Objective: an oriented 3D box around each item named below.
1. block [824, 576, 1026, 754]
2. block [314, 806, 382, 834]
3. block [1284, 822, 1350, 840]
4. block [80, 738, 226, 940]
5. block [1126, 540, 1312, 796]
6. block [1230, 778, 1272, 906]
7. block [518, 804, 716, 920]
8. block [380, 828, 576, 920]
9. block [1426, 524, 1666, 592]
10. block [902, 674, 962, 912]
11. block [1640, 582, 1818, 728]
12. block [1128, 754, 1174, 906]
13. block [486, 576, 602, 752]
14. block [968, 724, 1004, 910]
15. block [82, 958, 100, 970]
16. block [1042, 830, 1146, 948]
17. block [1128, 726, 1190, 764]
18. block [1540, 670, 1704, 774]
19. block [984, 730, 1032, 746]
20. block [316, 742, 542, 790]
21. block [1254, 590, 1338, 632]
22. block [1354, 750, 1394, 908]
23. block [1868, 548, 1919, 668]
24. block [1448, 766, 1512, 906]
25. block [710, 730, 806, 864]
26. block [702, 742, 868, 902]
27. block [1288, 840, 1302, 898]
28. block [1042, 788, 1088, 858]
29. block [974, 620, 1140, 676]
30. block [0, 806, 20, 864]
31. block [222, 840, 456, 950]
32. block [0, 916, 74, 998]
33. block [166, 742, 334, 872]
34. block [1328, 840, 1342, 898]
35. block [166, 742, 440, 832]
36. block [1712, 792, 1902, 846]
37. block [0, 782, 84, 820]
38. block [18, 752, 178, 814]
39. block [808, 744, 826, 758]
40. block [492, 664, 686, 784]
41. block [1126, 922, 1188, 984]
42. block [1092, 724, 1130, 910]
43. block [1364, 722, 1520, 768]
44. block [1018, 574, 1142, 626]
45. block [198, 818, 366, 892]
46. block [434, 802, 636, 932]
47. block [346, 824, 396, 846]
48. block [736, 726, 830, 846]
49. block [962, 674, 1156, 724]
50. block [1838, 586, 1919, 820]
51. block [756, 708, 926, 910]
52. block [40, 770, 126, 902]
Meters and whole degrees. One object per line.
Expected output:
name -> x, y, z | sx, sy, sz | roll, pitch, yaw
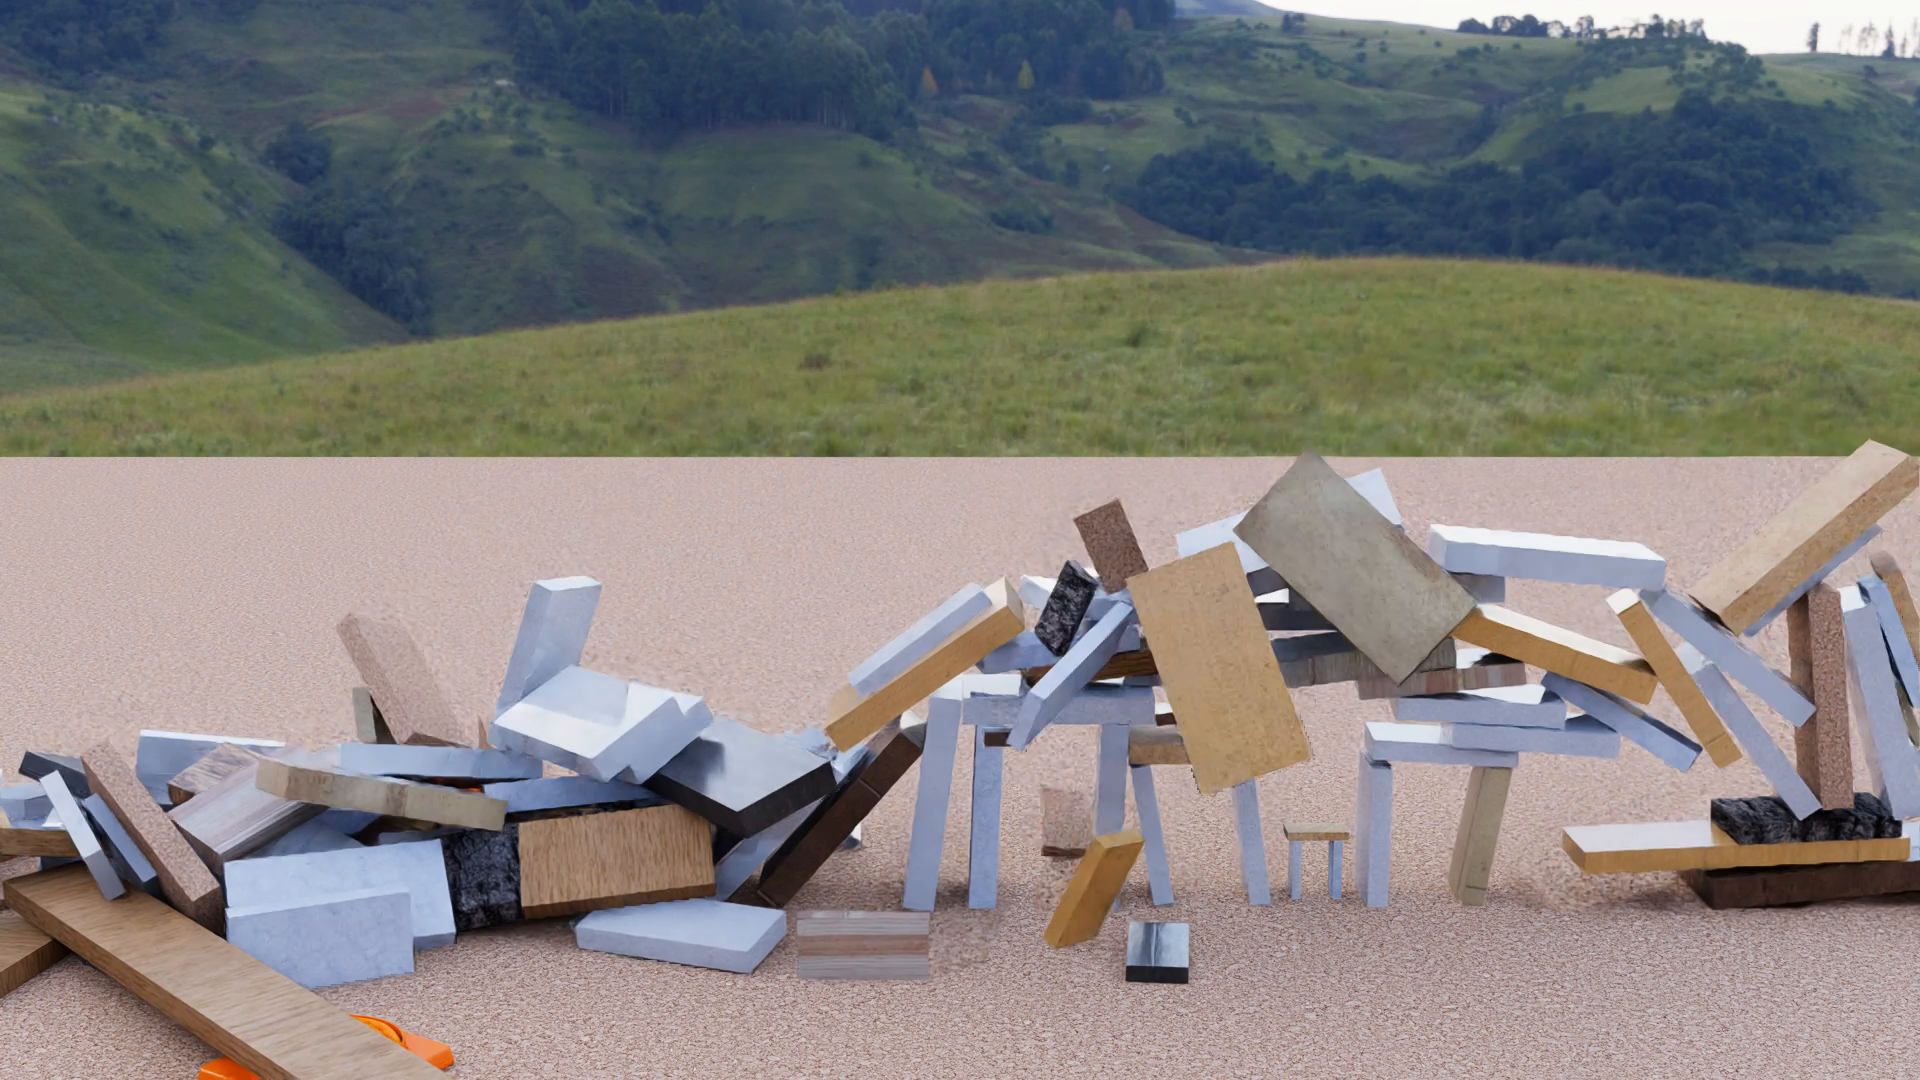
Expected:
block -> -0.058, 0.202, 3.597 | 0.358, 0.051, 0.179 | -35, 11, 7
block -> -1.108, 0.449, 3.690 | 0.290, 0.041, 0.145 | -3, 14, 15
block -> 0.591, 0.484, 3.648 | 0.101, 0.014, 0.050 | 0, 11, 0
block -> -1.247, 0.475, 3.411 | 0.046, 0.164, 0.328 | -32, 63, -31
block -> 0.402, 0.199, 3.423 | 0.178, 0.356, 0.050 | -20, -8, 7
block -> 0.478, 0.473, 3.647 | 0.033, 0.236, 0.118 | -8, 10, 2
block -> -0.542, 0.505, 3.476 | 0.299, 0.042, 0.149 | -6, 54, -6
block -> -0.777, 0.544, 3.584 | 0.326, 0.046, 0.163 | -2, 41, -12
block -> 0.950, 0.027, 3.581 | 0.346, 0.049, 0.173 | 5, 9, 2
block -> -0.044, 0.412, 3.639 | 0.051, 0.358, 0.179 | 8, 10, -1
block -> 1.244, 0.179, 3.572 | 0.300, 0.042, 0.150 | 38, 14, 3
block -> 0.316, 0.473, 3.647 | 0.033, 0.236, 0.118 | -10, 10, 3
block -> -0.723, 0.213, 3.830 | 0.042, 0.299, 0.149 | 24, 13, 22
block -> 0.043, 0.437, 3.643 | 0.044, 0.310, 0.155 | 2, 10, 0
block -> -1.227, 0.635, 3.347 | 0.203, 0.029, 0.101 | 6, 12, 29
block -> 0.207, 0.539, 3.399 | 0.098, 0.195, 0.028 | -2, 34, -47
block -> 0.397, 0.338, 3.630 | 0.236, 0.033, 0.118 | 0, 11, 1
block -> 1.085, 0.288, 3.604 | 0.266, 0.038, 0.133 | 33, 11, 20
block -> 0.071, 0.297, 3.315 | 0.069, 0.020, 0.139 | 0, -3, 0
block -> -0.922, 0.394, 3.810 | 0.352, 0.050, 0.176 | 6, -14, -30
block -> 0.551, 0.115, 3.739 | 0.332, 0.047, 0.166 | -1, 8, -1
block -> 0.684, 0.476, 3.640 | 0.033, 0.234, 0.117 | 0, 11, -1
block -> 1.542, 0.128, 3.587 | 0.030, 0.211, 0.105 | -22, 12, 17
block -> 0.861, 0.474, 3.646 | 0.033, 0.234, 0.117 | 10, 10, -1
block -> -0.377, 0.455, 3.636 | 0.042, 0.149, 0.299 | 40, 66, 16
block -> -0.292, 0.461, 3.622 | 0.046, 0.326, 0.163 | 44, 15, 1
block -> 0.557, 0.541, 3.659 | 0.014, 0.101, 0.050 | 0, 11, 0
block -> 0.186, 0.501, 3.906 | 0.079, 0.022, 0.158 | 2, 35, 0
block -> 0.154, 0.172, 3.622 | 0.260, 0.037, 0.130 | -9, 8, -9
block -> -1.722, 0.514, 3.630 | 0.286, 0.041, 0.143 | -20, 47, -32
block -> -0.958, 0.563, 3.395 | 0.328, 0.046, 0.164 | -3, 55, -23
block -> -1.460, 0.636, 3.313 | 0.138, 0.039, 0.275 | 2, 11, 10
block -> -1.122, 0.423, 3.521 | 0.131, 0.037, 0.262 | 28, 36, 24
block -> 0.624, 0.541, 3.659 | 0.014, 0.101, 0.050 | 0, 11, 0
block -> -1.143, 0.473, 3.827 | 0.479, 0.041, 0.145 | 16, 33, 22
block -> 1.399, 0.461, 3.641 | 0.265, 0.037, 0.132 | -3, 10, -1
block -> -1.669, 0.470, 4.052 | 0.126, 0.036, 0.253 | 0, 4, 24
block -> -1.505, 0.447, 3.908 | 0.290, 0.041, 0.145 | 18, -6, 16
block -> -0.287, 0.403, 3.590 | 0.024, 0.172, 0.086 | 44, -6, 1
block -> -0.614, 0.298, 3.621 | 0.171, 0.048, 0.342 | -39, 28, -28
block -> 0.304, 0.632, 3.372 | 0.093, 0.026, 0.185 | 1, 11, 6
block -> 0.247, 0.436, 3.643 | 0.044, 0.310, 0.155 | 3, 11, 1
block -> 0.791, 0.337, 3.623 | 0.234, 0.033, 0.117 | 3, 10, 3
block -> 0.242, 0.105, 3.651 | 0.260, 0.037, 0.130 | 8, 9, -19
block -> -1.087, 0.511, 3.508 | 0.328, 0.046, 0.164 | 23, 47, 19
block -> -0.669, 0.524, 3.552 | 0.326, 0.046, 0.163 | -8, 43, -18
block -> -1.000, 0.508, 3.664 | 0.166, 0.023, 0.083 | 13, 39, 20
block -> -0.356, 0.448, 3.805 | 0.042, 0.149, 0.299 | 39, 43, 22
block -> 0.159, 0.261, 3.613 | 0.310, 0.044, 0.155 | 0, 10, 0
block -> 1.497, 0.263, 3.601 | 0.050, 0.353, 0.176 | -15, 6, 14
block -> -0.195, 0.440, 3.645 | 0.051, 0.358, 0.179 | 41, 8, -7
block -> -1.353, 0.455, 3.392 | 0.029, 0.103, 0.207 | -30, 46, -22
